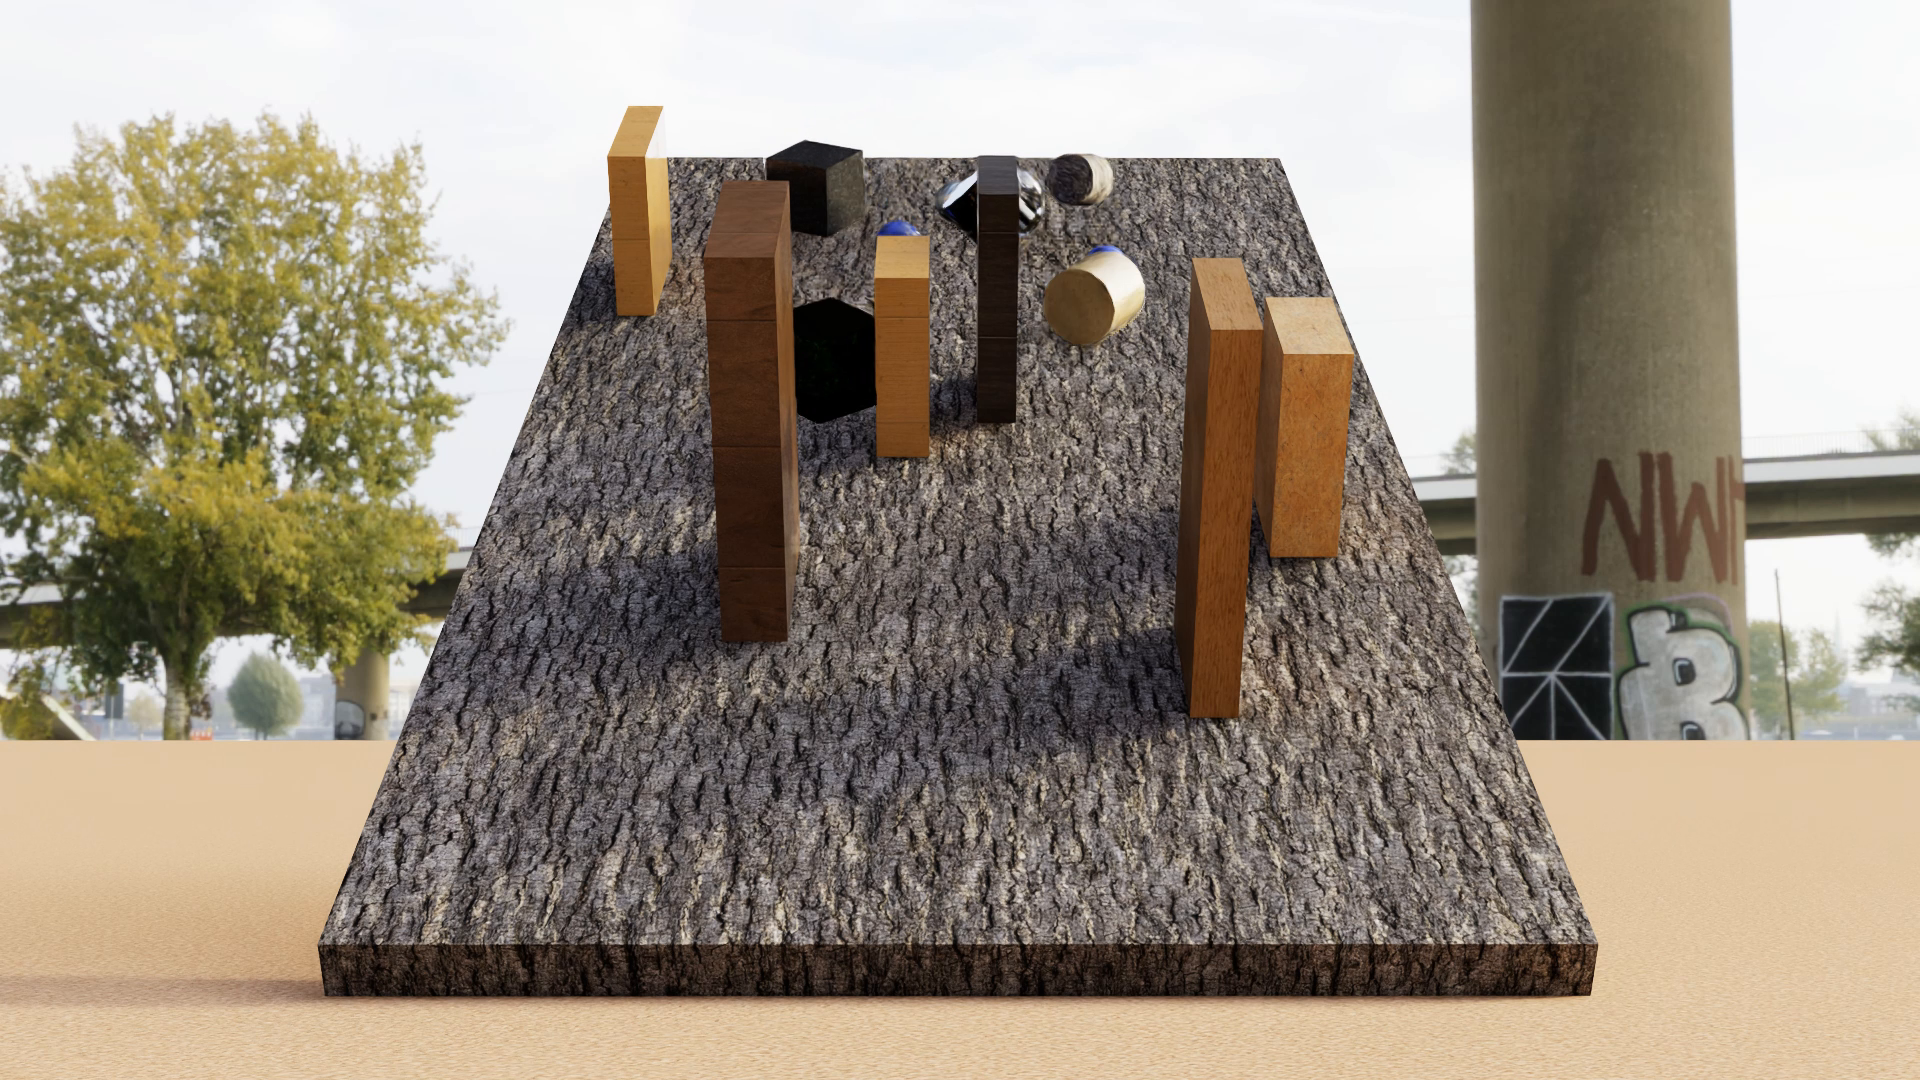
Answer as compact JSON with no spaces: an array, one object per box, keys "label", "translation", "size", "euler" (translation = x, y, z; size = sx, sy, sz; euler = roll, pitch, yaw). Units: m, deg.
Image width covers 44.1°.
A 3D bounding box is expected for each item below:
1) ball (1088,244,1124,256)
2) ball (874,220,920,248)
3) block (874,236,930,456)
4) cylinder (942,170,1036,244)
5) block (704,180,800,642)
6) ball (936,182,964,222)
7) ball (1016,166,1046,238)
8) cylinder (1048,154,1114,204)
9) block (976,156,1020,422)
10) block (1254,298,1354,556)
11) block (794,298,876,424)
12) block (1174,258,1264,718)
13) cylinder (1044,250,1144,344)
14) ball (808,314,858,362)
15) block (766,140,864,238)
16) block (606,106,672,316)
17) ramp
[{"label":"ball","translation":[0.385,-0.723,6.251],"size":[0.113,0.113,0.113],"euler":[0,-5,0]},{"label":"ball","translation":[-0.166,-0.795,6.374],"size":[0.128,0.128,0.128],"euler":[0,-5,0]},{"label":"block","translation":[-0.128,-0.437,5.336],"size":[0.117,0.426,0.271],"euler":[0,27,0]},{"label":"cylinder","translation":[0.078,-0.877,6.283],"size":[0.178,0.178,0.178],"euler":[46,-19,-13]},{"label":"block","translation":[-0.394,-0.250,4.572],"size":[0.126,0.781,0.431],"euler":[0,27,0]},{"label":"ball","translation":[-0.011,-0.957,6.708],"size":[0.116,0.116,0.116],"euler":[0,-5,0]},{"label":"ball","translation":[0.137,-0.937,6.573],"size":[0.203,0.203,0.203],"euler":[0,-5,0]},{"label":"cylinder","translation":[0.330,-0.985,6.469],"size":[0.138,0.138,0.138],"euler":[-2,6,27]},{"label":"block","translation":[0.085,-0.581,5.484],"size":[0.089,0.551,0.283],"euler":[0,27,0]},{"label":"block","translation":[0.708,-0.236,4.916],"size":[0.138,0.451,0.310],"euler":[0,27,0]},{"label":"block","translation":[-0.316,-0.423,5.553],"size":[0.204,0.204,0.204],"euler":[-21,34,-35]},{"label":"block","translation":[0.463,-0.093,4.293],"size":[0.088,0.757,0.347],"euler":[0,27,0]},{"label":"cylinder","translation":[0.332,-0.599,5.848],"size":[0.189,0.189,0.189],"euler":[-3,19,30]},{"label":"ball","translation":[-0.310,-0.493,5.785],"size":[0.119,0.119,0.119],"euler":[0,-5,0]},{"label":"block","translation":[-0.408,-0.993,6.686],"size":[0.199,0.199,0.199],"euler":[14,30,26]},{"label":"block","translation":[-0.832,-0.864,6.180],"size":[0.095,0.423,0.441],"euler":[0,27,0]},{"label":"ramp","translation":[-0.010,-0.227,5.504],"size":[2.000,0.100,4.000],"euler":[0,27,0]}]
